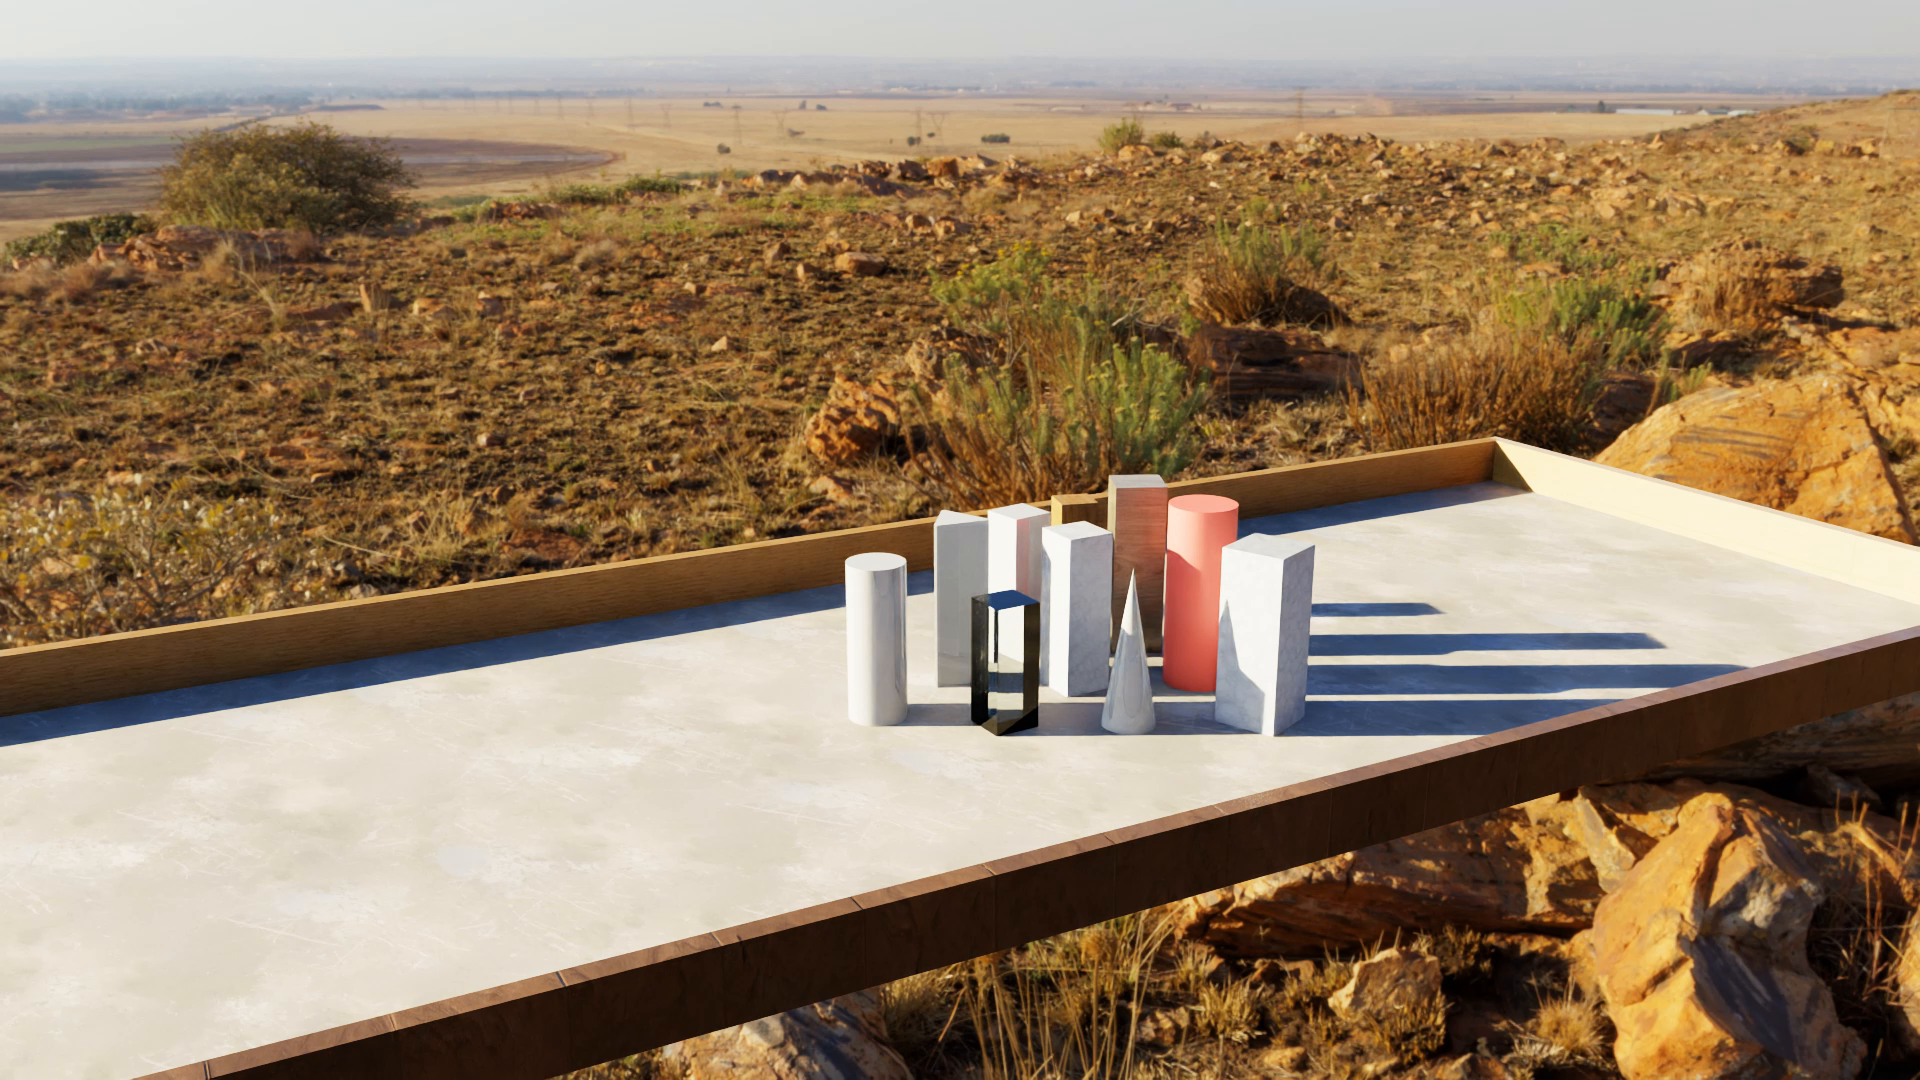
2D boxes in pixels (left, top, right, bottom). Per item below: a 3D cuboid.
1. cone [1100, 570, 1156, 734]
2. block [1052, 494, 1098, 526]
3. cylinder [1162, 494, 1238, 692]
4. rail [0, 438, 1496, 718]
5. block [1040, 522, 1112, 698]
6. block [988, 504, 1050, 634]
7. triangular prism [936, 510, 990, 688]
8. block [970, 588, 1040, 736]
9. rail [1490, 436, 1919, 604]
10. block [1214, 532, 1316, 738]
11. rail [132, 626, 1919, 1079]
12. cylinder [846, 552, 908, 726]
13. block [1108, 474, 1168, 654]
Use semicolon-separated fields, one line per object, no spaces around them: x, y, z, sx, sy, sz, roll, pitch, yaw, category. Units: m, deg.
0.397;0.249;3.829;0.131;0.383;0.131;0;16;0;cone
0.318;0.045;4.619;0.103;0.329;0.103;-4;17;-12;block
0.595;0.131;4.094;0.170;0.459;0.170;0;16;0;cylinder
-3.305;0.497;3.399;12.000;0.150;0.050;-9;18;-27;rail
0.286;0.169;4.066;0.123;0.402;0.123;-9;19;-29;block
0.154;0.106;4.328;0.116;0.376;0.116;-12;20;-36;block
-0.018;0.142;4.127;0.143;0.419;0.124;-7;18;-22;triangular prism
0.105;0.285;3.841;0.115;0.307;0.115;-10;19;-30;block
2.466;-0.048;5.253;0.050;0.150;2.100;-9;18;-27;rail
0.710;0.219;3.851;0.155;0.428;0.155;13;21;37;block
-2.336;1.006;1.665;12.000;0.150;0.050;-9;18;-27;rail
-0.195;0.234;3.880;0.142;0.383;0.142;0;16;0;cylinder
0.461;0.063;4.342;0.132;0.450;0.132;-1;16;-3;block
